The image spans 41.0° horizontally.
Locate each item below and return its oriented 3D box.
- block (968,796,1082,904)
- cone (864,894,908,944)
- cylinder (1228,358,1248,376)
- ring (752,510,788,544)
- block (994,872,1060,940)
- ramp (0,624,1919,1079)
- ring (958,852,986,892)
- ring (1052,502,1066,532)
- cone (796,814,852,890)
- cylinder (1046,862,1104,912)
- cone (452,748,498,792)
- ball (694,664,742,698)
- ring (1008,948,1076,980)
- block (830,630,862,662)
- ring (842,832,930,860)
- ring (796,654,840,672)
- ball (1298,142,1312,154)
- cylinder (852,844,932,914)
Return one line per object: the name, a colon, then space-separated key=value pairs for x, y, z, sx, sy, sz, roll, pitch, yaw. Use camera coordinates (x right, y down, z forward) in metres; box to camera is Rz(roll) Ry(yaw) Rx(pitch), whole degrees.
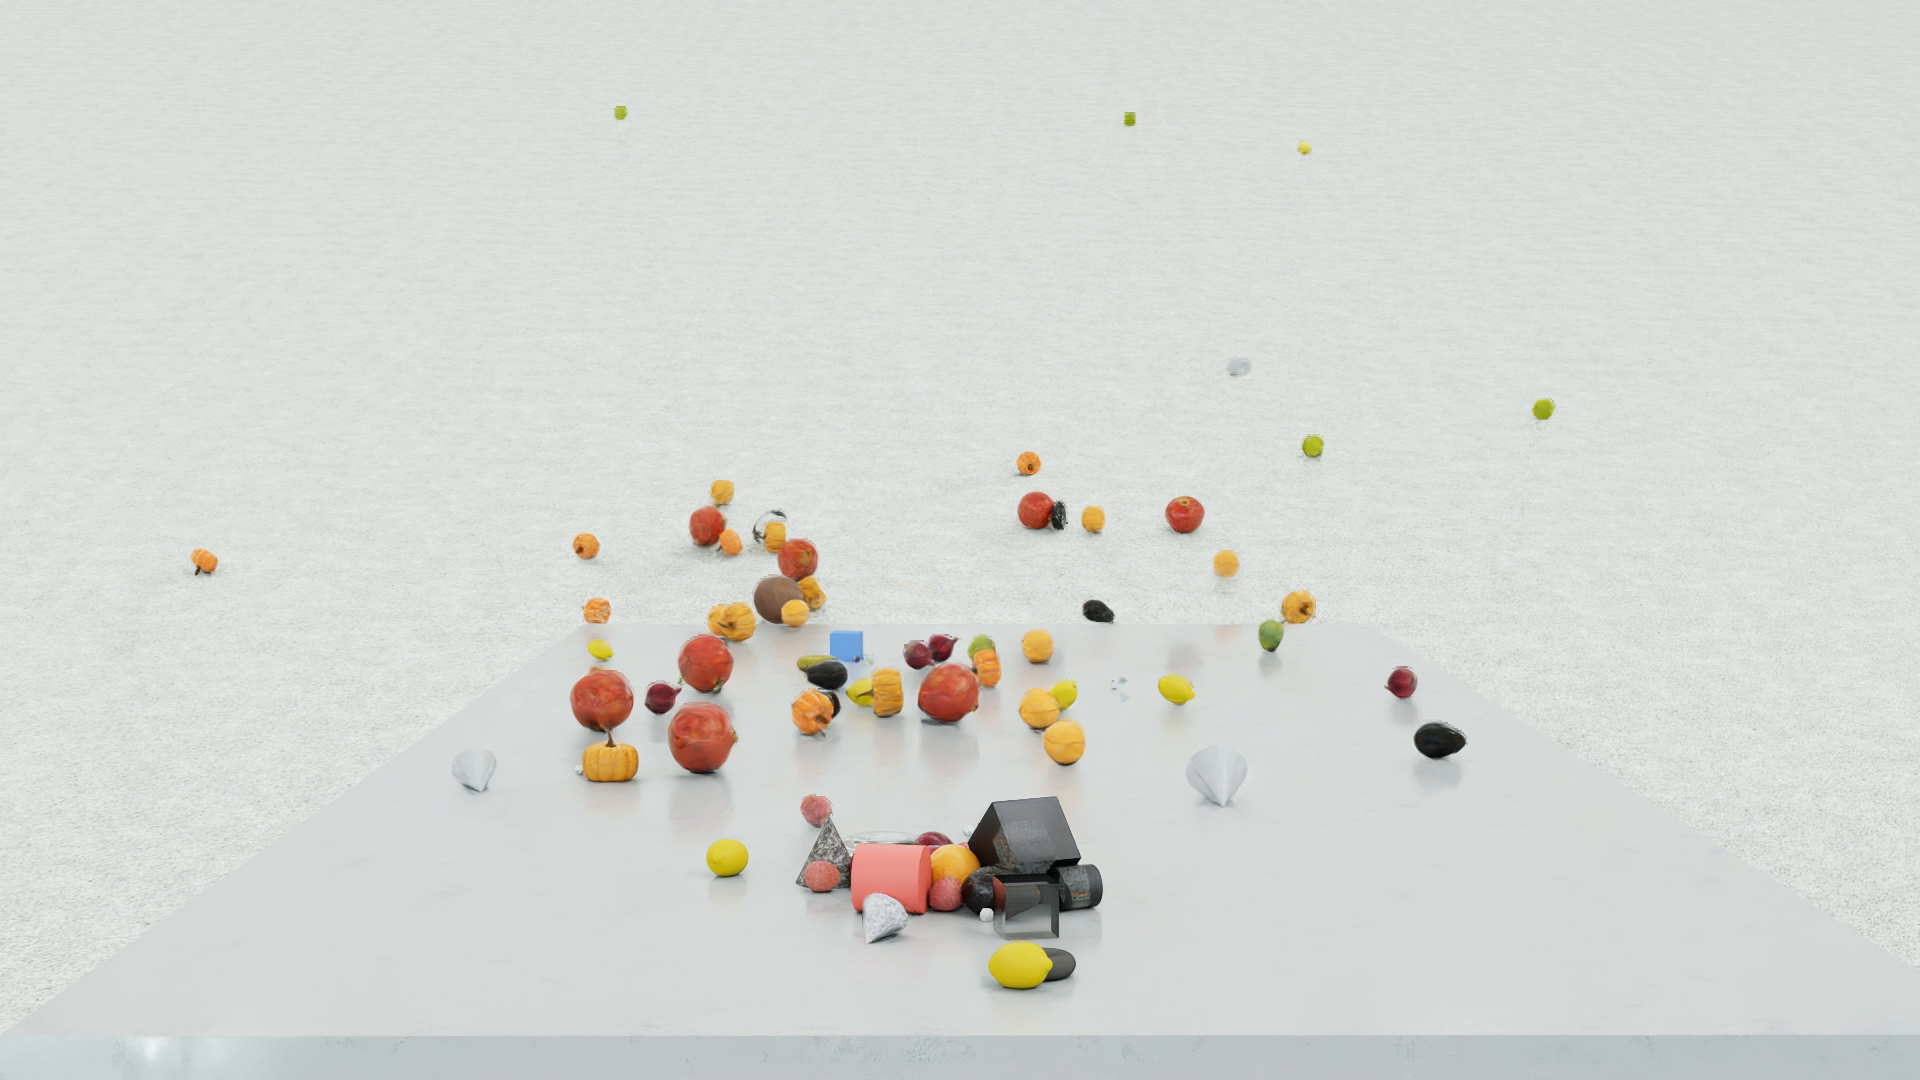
block: x=0.079 y=0.383 z=3.166 sx=0.091 sy=0.091 sz=0.091 roll=-2 pitch=51 yaw=-27
cone: x=-0.097 y=0.449 z=2.961 sx=0.057 sy=0.057 sz=0.057 roll=8 pitch=33 yaw=21
cylinder: x=0.995 y=-0.618 z=9.165 sx=0.053 sy=0.053 sz=0.053 roll=15 pitch=24 yaw=38
ring: x=-0.548 y=-0.037 z=7.398 sx=0.113 sy=0.113 sz=0.038 roll=-14 pitch=43 yaw=-35
block: x=0.077 y=0.427 z=2.991 sx=0.064 sy=0.064 sz=0.064 roll=-1 pitch=4 yaw=-12
ramp: x=0.045 y=0.402 z=4.539 sx=2.000 sy=0.100 sz=4.000 roll=0 pitch=4 yaw=0
ring: x=0.064 y=0.419 z=3.265 sx=0.132 sy=0.044 sz=0.132 roll=0 pitch=5 yaw=0
ring: x=0.289 y=-0.069 z=7.529 sx=0.029 sy=0.086 sz=0.086 roll=-1 pitch=18 yaw=17
cone: x=-0.168 y=0.395 z=3.286 sx=0.087 sy=0.087 sz=0.087 roll=0 pitch=4 yaw=0
cylinder: x=0.138 y=0.423 z=3.126 sx=0.053 sy=0.053 sz=0.053 roll=-5 pitch=19 yaw=-27
cone: x=-0.753 y=0.373 z=4.007 sx=0.072 sy=0.072 sz=0.072 roll=-6 pitch=33 yaw=-18
ball: x=-0.486 y=0.295 z=5.149 sx=0.095 sy=0.095 sz=0.095 roll=0 pitch=19 yaw=0
ring: x=0.089 y=0.461 z=2.788 sx=0.075 sy=0.025 sz=0.075 roll=-1 pitch=3 yaw=0
block: x=-0.254 y=0.238 z=5.735 sx=0.064 sy=0.064 sz=0.064 roll=0 pitch=4 yaw=7
ring: x=-0.099 y=0.412 z=3.389 sx=0.123 sy=0.041 sz=0.123 roll=1 pitch=3 yaw=0
ring: x=-0.308 y=0.267 z=5.558 sx=0.093 sy=0.031 sz=0.093 roll=-1 pitch=3 yaw=0
ball: x=1.776 y=-2.018 z=13.221 sx=0.067 sy=0.067 sz=0.067 roll=0 pitch=19 yaw=0
cylinder: x=-0.083 y=0.410 z=3.109 sx=0.082 sy=0.082 sz=0.082 roll=1 pitch=19 yaw=11
